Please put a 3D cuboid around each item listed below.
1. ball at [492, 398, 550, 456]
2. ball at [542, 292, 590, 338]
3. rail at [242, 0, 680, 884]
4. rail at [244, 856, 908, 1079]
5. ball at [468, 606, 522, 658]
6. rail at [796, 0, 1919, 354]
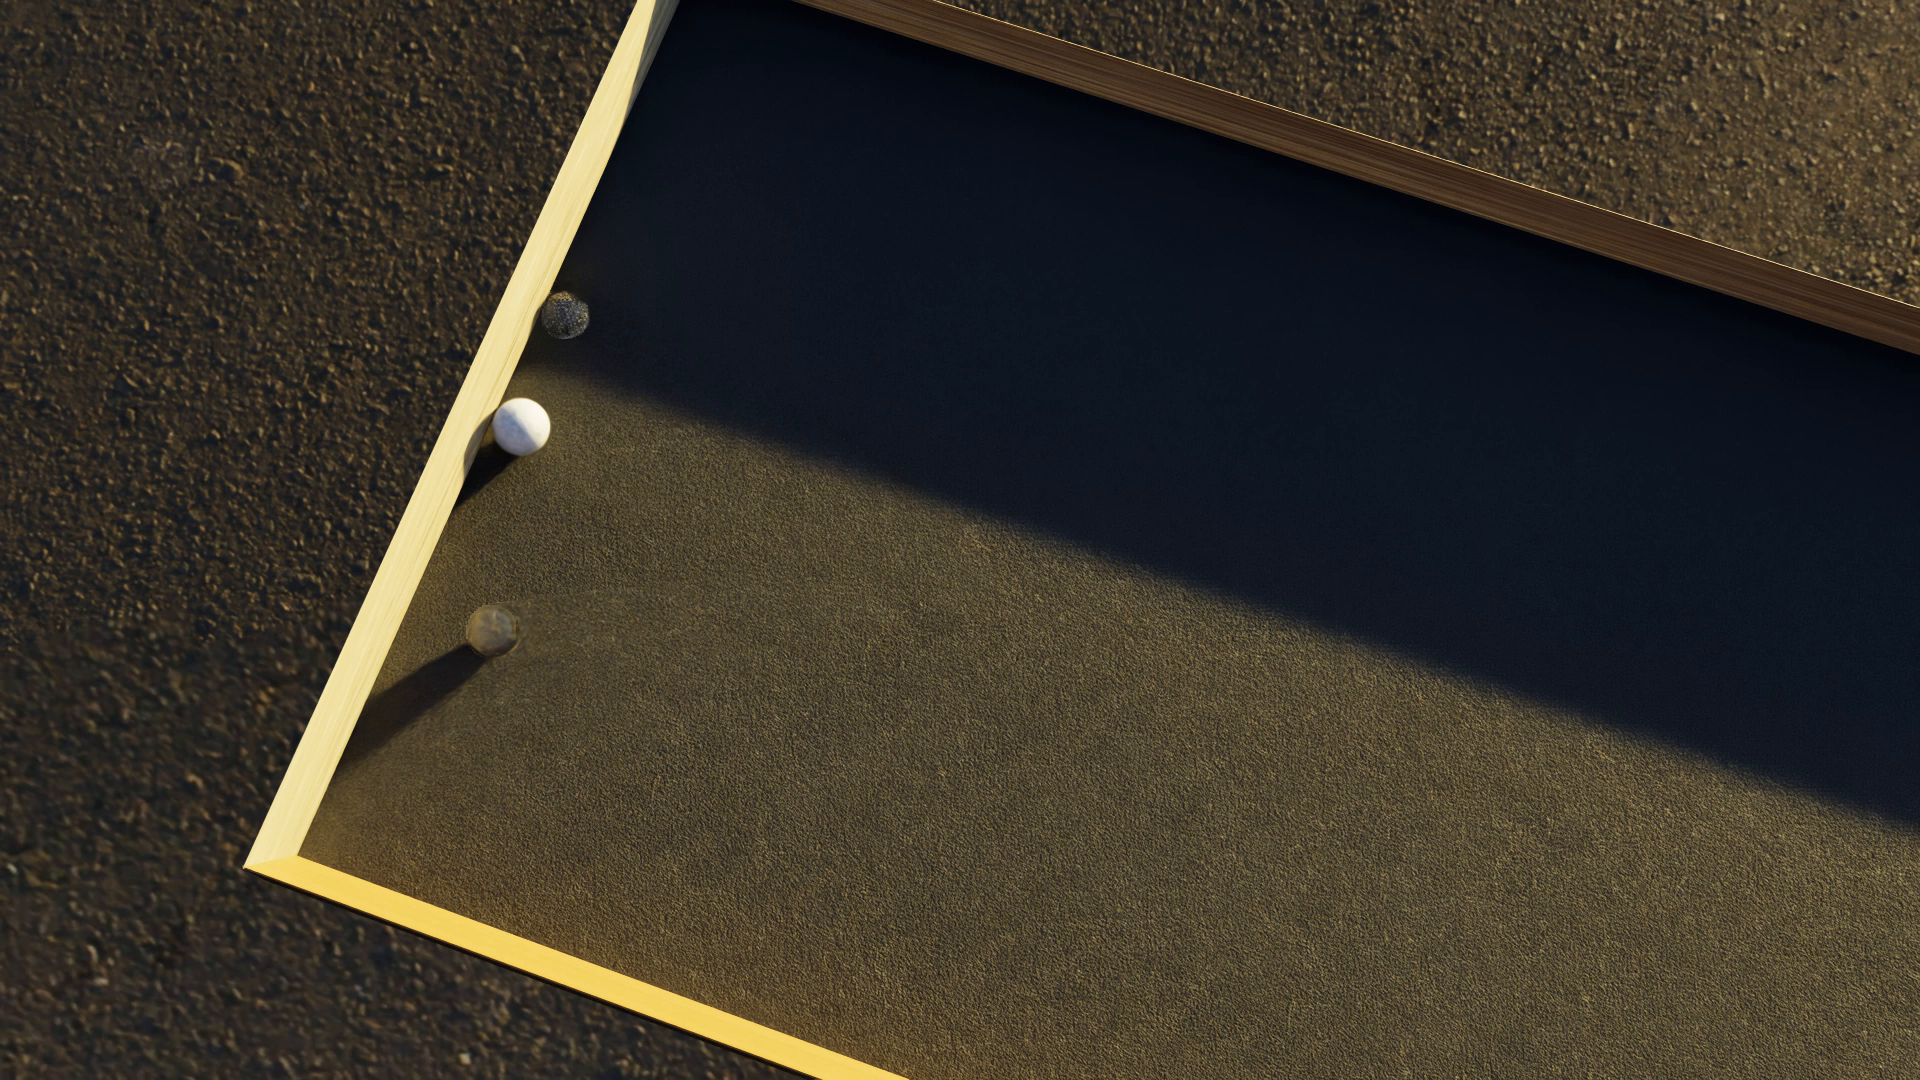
[{"bbox_3d":[-0.687,-0.177,3.440,0.090,0.090,0.090,0,72,0],"label":"ball"},{"bbox_3d":[-0.628,-0.359,3.506,0.075,0.075,0.075,0,72,0],"label":"ball"},{"bbox_3d":[-0.730,-0.253,3.449,0.045,0.117,1.670,19,73,6],"label":"rail"},{"bbox_3d":[0.481,0.976,3.057,3.193,0.117,0.045,19,73,6],"label":"rail"},{"bbox_3d":[-0.707,0.139,3.345,0.080,0.080,0.080,0,72,0],"label":"ball"},{"bbox_3d":[1.024,-0.480,3.522,3.193,0.117,0.045,19,73,6],"label":"rail"}]
